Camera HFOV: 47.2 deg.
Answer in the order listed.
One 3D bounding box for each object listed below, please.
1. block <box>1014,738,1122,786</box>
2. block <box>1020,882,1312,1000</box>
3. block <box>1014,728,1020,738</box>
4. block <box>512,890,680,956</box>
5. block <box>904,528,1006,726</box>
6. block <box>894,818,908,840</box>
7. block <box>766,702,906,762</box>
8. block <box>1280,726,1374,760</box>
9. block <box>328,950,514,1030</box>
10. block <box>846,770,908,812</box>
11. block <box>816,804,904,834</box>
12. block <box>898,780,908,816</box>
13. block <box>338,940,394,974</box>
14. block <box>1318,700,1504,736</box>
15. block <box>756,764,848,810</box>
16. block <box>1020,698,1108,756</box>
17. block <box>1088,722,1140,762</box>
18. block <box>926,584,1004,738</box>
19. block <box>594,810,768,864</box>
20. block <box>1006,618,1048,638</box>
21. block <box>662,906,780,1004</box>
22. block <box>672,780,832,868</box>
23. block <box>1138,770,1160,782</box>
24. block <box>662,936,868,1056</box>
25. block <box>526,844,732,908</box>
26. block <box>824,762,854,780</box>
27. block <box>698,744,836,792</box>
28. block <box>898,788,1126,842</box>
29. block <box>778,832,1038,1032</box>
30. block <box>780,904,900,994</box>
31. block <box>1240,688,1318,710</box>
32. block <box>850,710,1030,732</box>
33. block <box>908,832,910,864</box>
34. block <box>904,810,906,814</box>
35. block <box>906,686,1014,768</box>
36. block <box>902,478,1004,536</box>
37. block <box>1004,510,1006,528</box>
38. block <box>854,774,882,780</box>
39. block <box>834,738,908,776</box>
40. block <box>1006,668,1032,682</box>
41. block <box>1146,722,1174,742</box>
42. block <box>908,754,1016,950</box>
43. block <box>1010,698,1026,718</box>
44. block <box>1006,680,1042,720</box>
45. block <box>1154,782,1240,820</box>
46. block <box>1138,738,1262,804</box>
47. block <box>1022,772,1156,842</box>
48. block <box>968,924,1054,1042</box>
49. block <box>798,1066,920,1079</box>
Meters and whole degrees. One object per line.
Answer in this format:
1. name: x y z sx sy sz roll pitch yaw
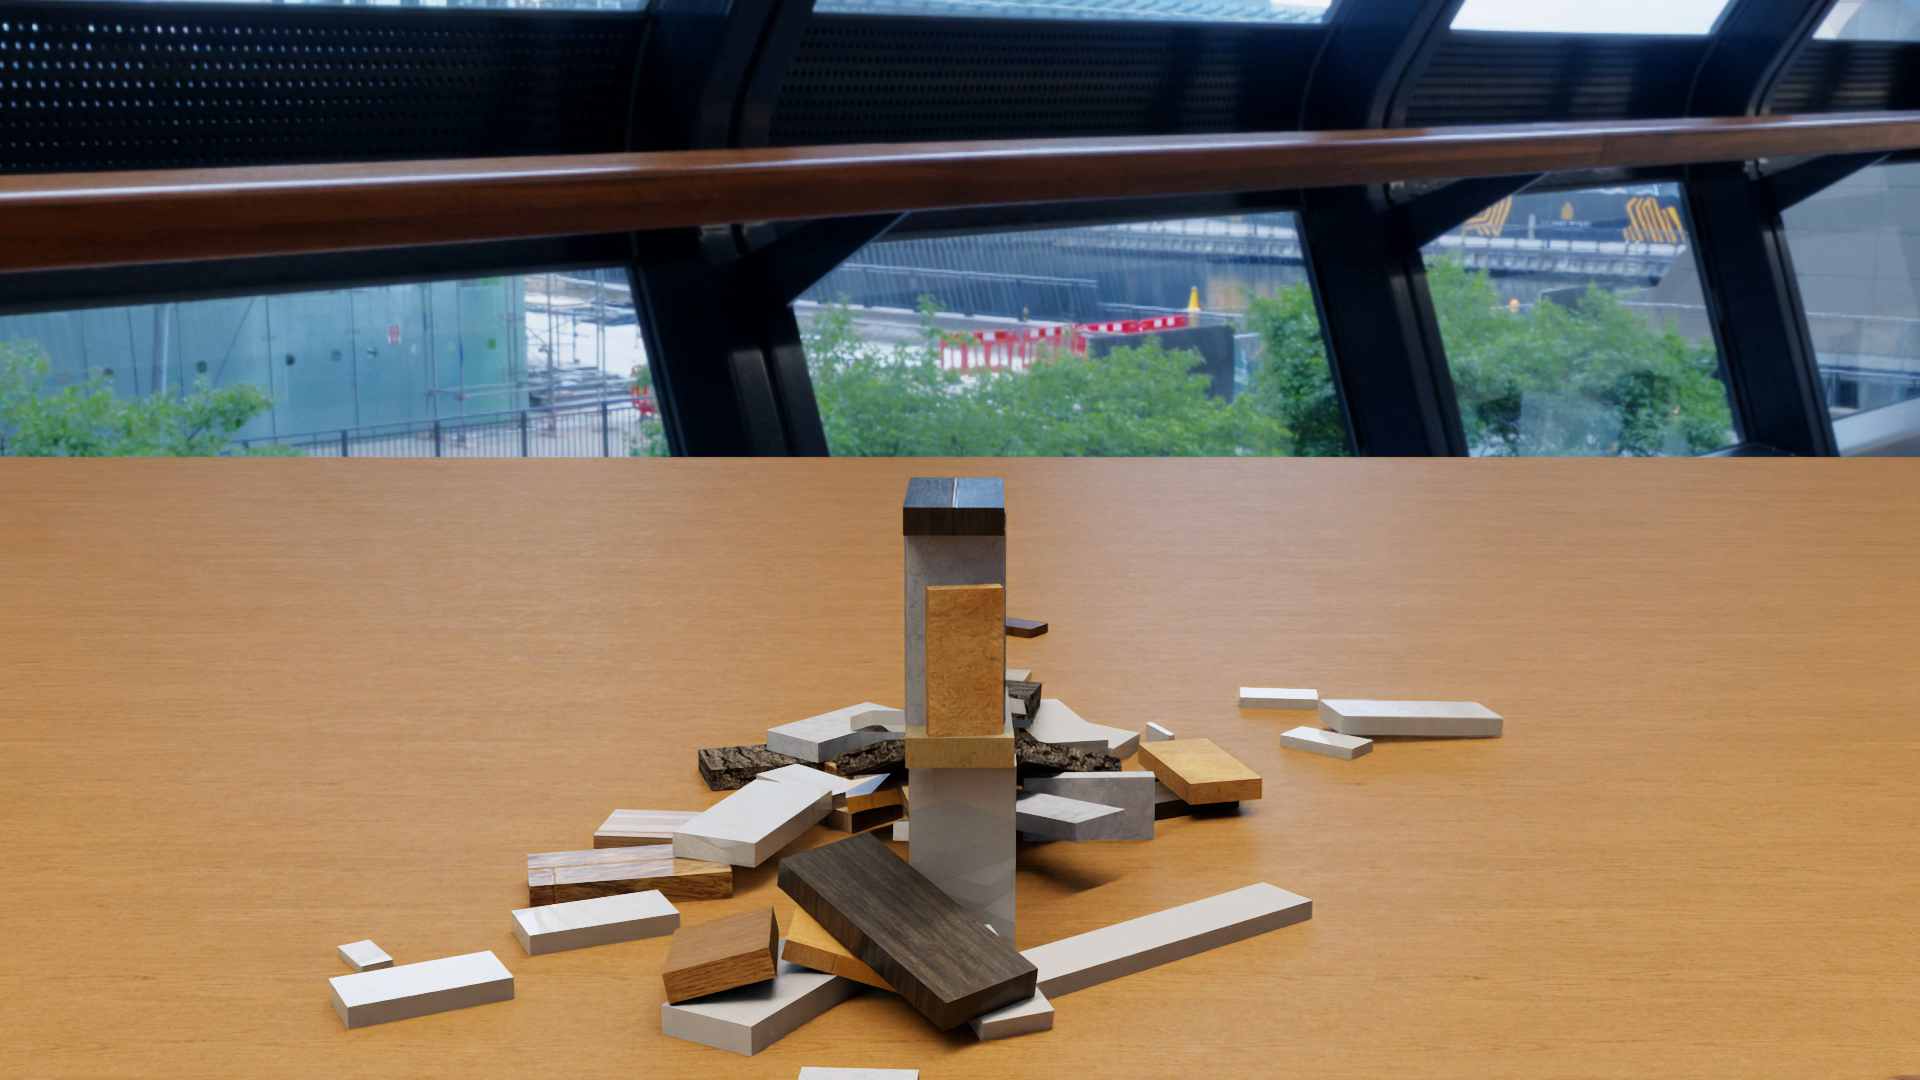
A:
1. block: 0.146 0.414 4.031 0.144 0.041 0.414 -14 -16 26
2. block: 0.301 0.621 3.416 0.589 0.031 0.111 -8 13 -37
3. block: 0.021 0.381 4.281 0.099 0.028 0.198 -23 -27 31
4. block: -0.578 0.606 3.489 0.240 0.034 0.120 -5 12 -24
5. block: -0.007 0.129 3.310 0.149 0.297 0.042 -1 10 -8
6. block: -0.042 0.506 3.852 0.112 0.032 0.224 0 -5 9
7. block: -0.235 0.385 4.425 0.144 0.041 0.288 9 14 40
8. block: 0.754 0.418 4.529 0.169 0.024 0.085 9 14 39
9. block: -0.787 0.657 3.217 0.240 0.034 0.120 -6 12 -27
10. block: -0.106 0.444 3.951 0.198 0.028 0.099 -10 11 -2
11. block: -0.247 0.488 4.113 0.266 0.038 0.133 10 14 42
12. block: -0.036 0.456 3.789 0.112 0.032 0.224 -3 10 -8
13. block: -0.910 0.639 3.367 0.050 0.014 0.101 -7 13 -34
14. block: 0.951 0.376 4.645 0.354 0.040 0.142 2 9 -11
15. block: -0.276 0.459 4.088 0.100 0.028 0.200 -10 15 -44
16. block: 0.179 0.382 4.429 0.142 0.040 0.283 -1 13 -19
17. block: 0.156 0.395 4.549 0.412 0.038 0.133 9 14 27
18. block: 0.006 0.178 3.245 0.111 0.221 0.031 -2 10 -10
19. block: -0.482 0.525 3.900 0.302 0.043 0.151 1 11 6
20. block: 0.130 0.221 5.593 0.169 0.024 0.085 7 13 33
21. block: -0.349 0.607 3.240 0.154 0.044 0.308 -14 2 -3
22. block: -0.357 0.491 3.839 0.151 0.043 0.342 5 11 18
23. block: 0.381 0.464 4.298 0.122 0.017 0.061 -6 12 -30
24. block: -0.276 0.657 3.187 0.154 0.044 0.308 6 12 30
25. block: -0.556 0.563 3.686 0.329 0.047 0.165 -2 11 -12
26. block: -0.232 0.462 4.219 0.014 0.050 0.101 -6 12 -28
27. block: -0.355 0.443 4.345 0.302 0.043 0.151 -3 11 -16
28. block: 0.076 0.469 3.877 0.117 0.033 0.491 -9 8 -40
29. block: -0.083 0.564 3.218 0.165 0.047 0.416 -13 30 -36
30. block: -0.136 0.608 3.249 0.240 0.034 0.120 16 19 -1
31. block: 0.708 0.352 4.884 0.169 0.024 0.085 1 11 6
32. block: -0.037 0.356 4.302 0.345 0.028 0.100 3 -13 -28
33. block: -0.001 0.453 3.525 0.161 0.322 0.046 0 10 0
34. block: -0.021 0.469 4.206 0.144 0.041 0.288 6 12 30
35. block: -0.002 0.287 3.400 0.161 0.046 0.322 0 10 -1
36. block: -0.007 -0.053 3.361 0.148 0.042 0.297 0 10 1
37. block: -0.004 0.098 3.486 0.149 0.297 0.042 -1 13 -4
38. block: -0.101 0.425 4.334 0.133 0.038 0.265 -14 2 28
39. block: -0.081 0.388 3.958 0.134 0.038 0.268 -21 -16 40
40. block: 0.064 0.374 4.787 0.061 0.017 0.710 2 11 12
41. block: 0.409 0.410 4.499 0.014 0.050 0.101 -4 11 -21
42. block: 0.004 0.484 3.349 0.161 0.322 0.046 0 17 0
43. block: 0.012 0.332 4.118 0.200 0.028 0.100 -15 -13 22
44. block: 0.068 0.313 4.371 0.165 0.047 0.329 4 1 6
45. block: 0.394 0.486 4.135 0.235 0.033 0.117 -5 12 -26
46. block: 0.454 0.439 4.191 0.142 0.040 0.284 -3 11 -15
47. block: 0.230 0.478 3.949 0.235 0.117 0.033 0 11 -2
48. block: 0.037 0.638 3.179 0.111 0.031 0.221 -5 26 -24
49. block: -0.140 0.742 2.733 0.154 0.044 0.308 1 11 4
